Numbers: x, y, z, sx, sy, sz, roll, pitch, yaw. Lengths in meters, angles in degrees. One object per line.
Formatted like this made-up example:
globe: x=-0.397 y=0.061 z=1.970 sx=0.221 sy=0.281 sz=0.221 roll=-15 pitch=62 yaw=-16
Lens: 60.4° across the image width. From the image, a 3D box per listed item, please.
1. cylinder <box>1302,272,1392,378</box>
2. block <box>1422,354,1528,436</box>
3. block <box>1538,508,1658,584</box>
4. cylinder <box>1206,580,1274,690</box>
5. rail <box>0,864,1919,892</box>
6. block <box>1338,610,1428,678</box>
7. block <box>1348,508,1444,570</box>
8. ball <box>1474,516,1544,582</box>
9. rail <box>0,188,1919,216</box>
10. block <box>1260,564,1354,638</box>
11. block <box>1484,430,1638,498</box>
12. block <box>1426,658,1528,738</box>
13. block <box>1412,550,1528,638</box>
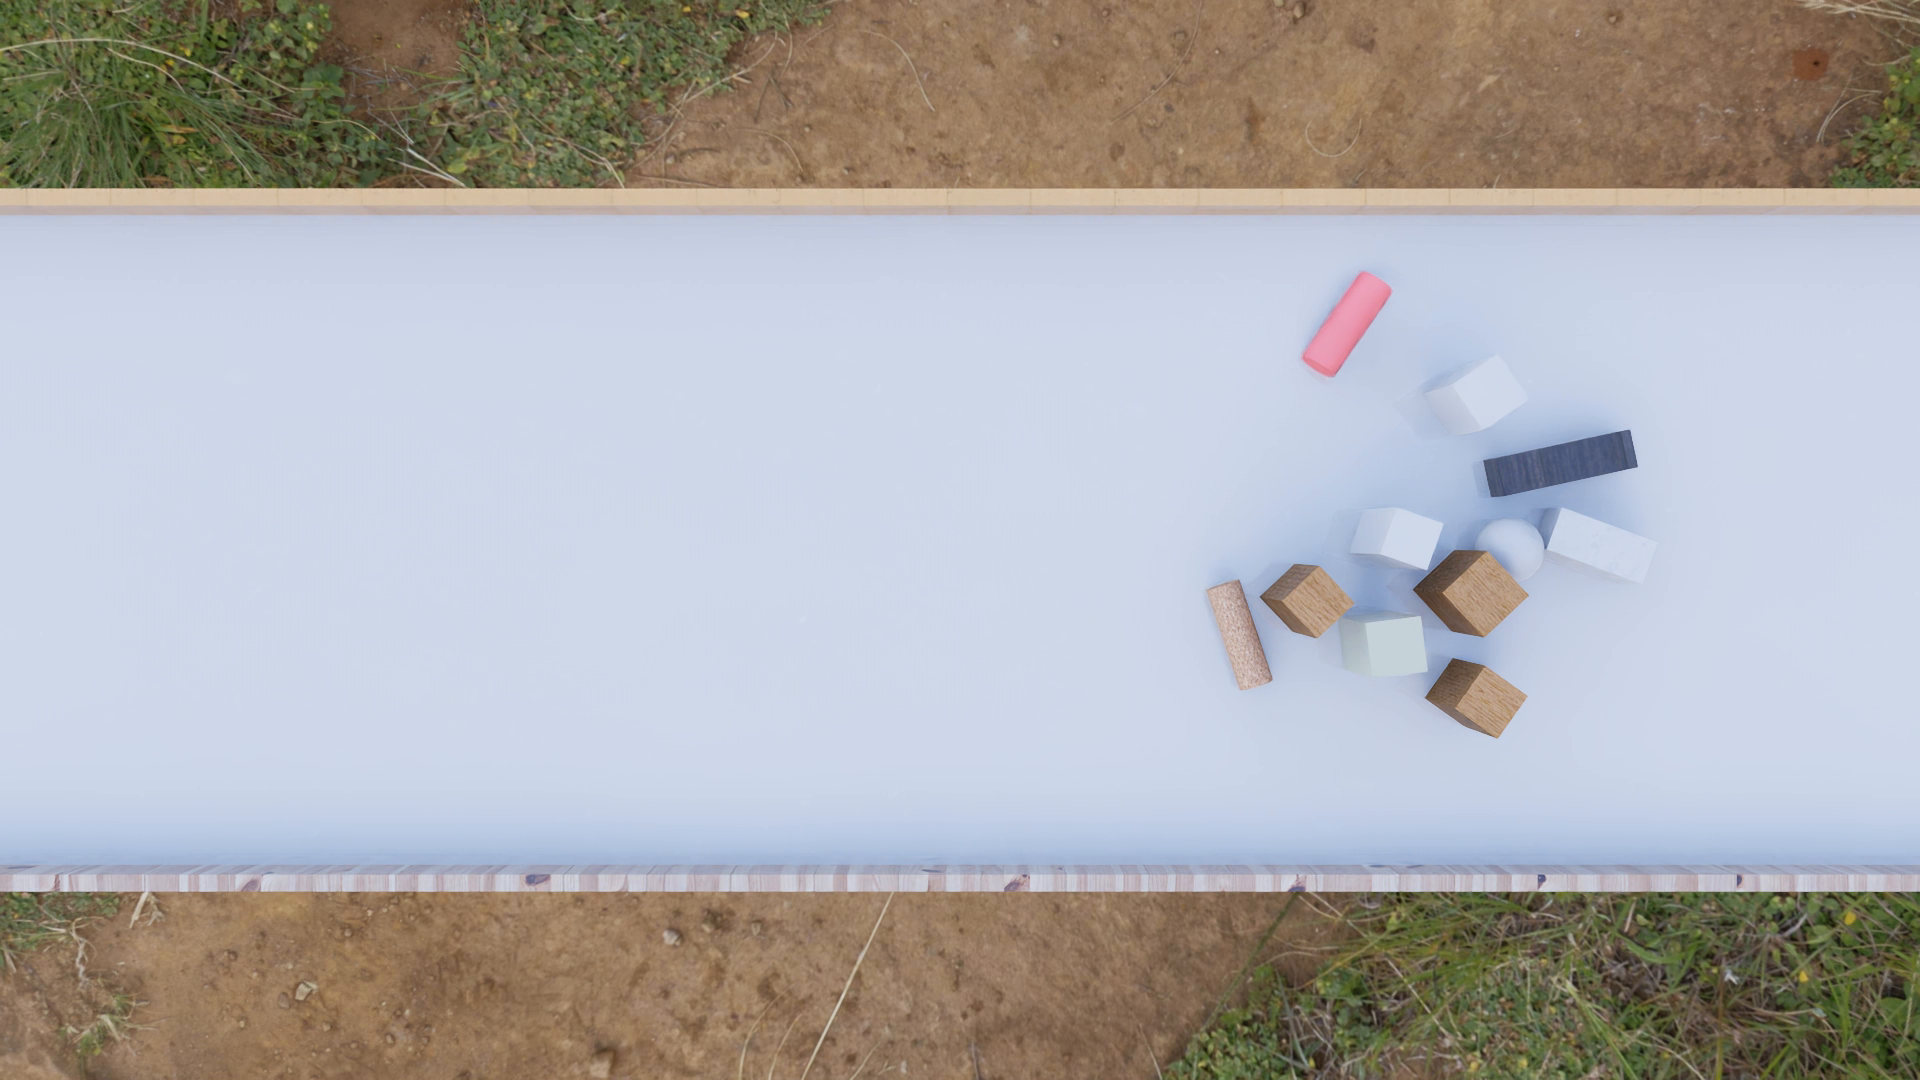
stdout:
cylinder: x=1.178 y=-0.655 z=5.019 sx=0.115 sy=0.115 sz=0.313 roll=35 pitch=90 yaw=0
block: x=1.530 y=-0.427 z=4.916 sx=0.158 sy=0.320 sz=0.158 roll=-34 pitch=90 yaw=0
block: x=1.925 y=0.017 z=5.009 sx=0.306 sy=0.134 sz=0.134 roll=20 pitch=90 yaw=0
cylinder: x=0.852 y=0.289 z=5.024 sx=0.105 sy=0.105 sz=0.321 roll=-19 pitch=90 yaw=0
rail: x=-2.247 y=1.025 z=5.001 sx=12.000 sy=0.150 sz=0.050 roll=0 pitch=90 yaw=0
block: x=1.252 y=0.308 z=4.903 sx=0.161 sy=0.346 sz=0.161 roll=-7 pitch=90 yaw=0
block: x=1.286 y=-0.003 z=4.885 sx=0.141 sy=0.383 sz=0.141 roll=19 pitch=90 yaw=0
ball: x=1.658 y=0.030 z=4.976 sx=0.200 sy=0.200 sz=0.200 roll=0 pitch=90 yaw=0
rail: x=-2.247 y=-1.025 z=5.002 sx=12.000 sy=0.150 sz=0.050 roll=0 pitch=90 yaw=0
block: x=1.026 y=0.178 z=4.899 sx=0.148 sy=0.354 sz=0.148 roll=-43 pitch=90 yaw=0
block: x=1.825 y=-0.232 z=5.018 sx=0.415 sy=0.117 sz=0.117 roll=-12 pitch=90 yaw=0
block: x=1.535 y=0.469 z=4.919 sx=0.151 sy=0.315 sz=0.151 roll=35 pitch=90 yaw=0
block: x=1.518 y=0.156 z=4.918 sx=0.178 sy=0.317 sz=0.178 roll=-43 pitch=90 yaw=0
